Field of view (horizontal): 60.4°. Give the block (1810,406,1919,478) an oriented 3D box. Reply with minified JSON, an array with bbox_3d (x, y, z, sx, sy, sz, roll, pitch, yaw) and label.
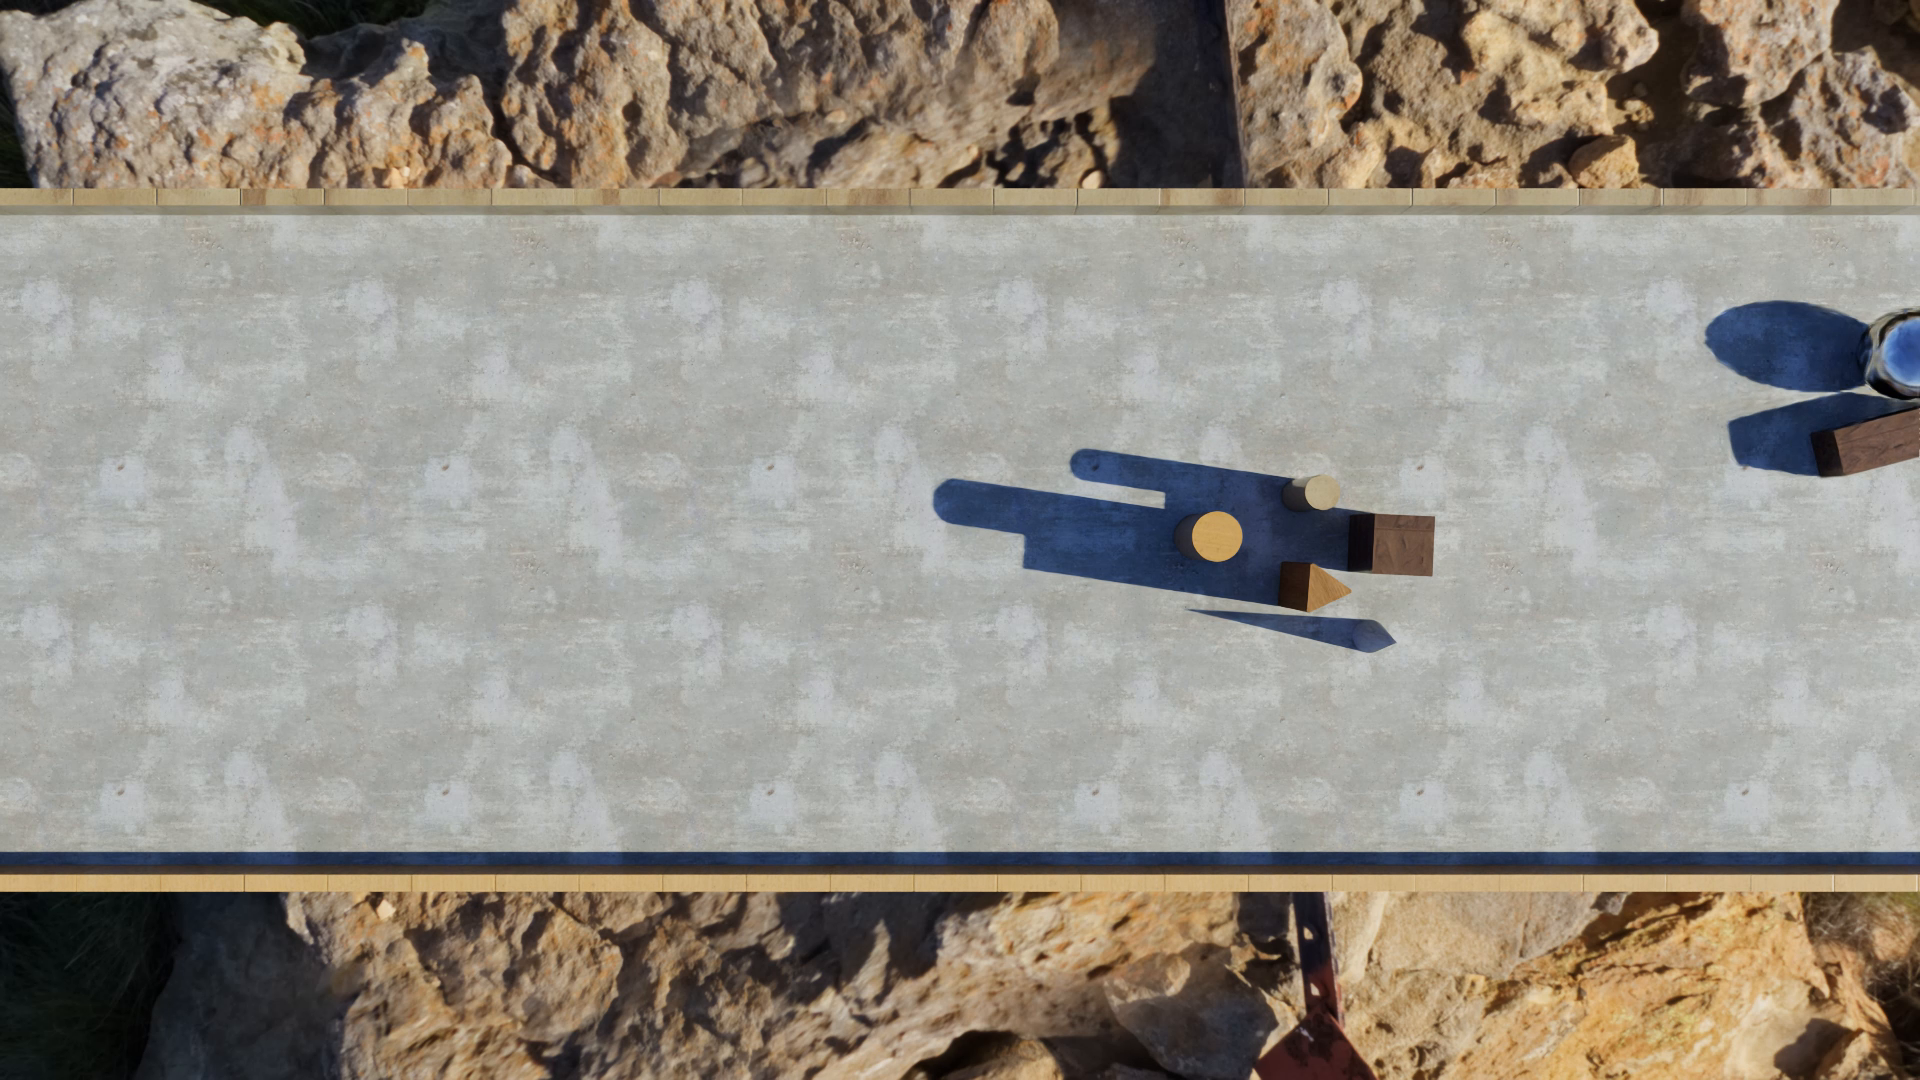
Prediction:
[{"bbox_3d":[2.811,-0.305,5.006,0.369,0.141,0.141,-14,90,0],"label":"block"}]

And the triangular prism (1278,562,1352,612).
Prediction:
[{"bbox_3d":[1.018,0.120,4.864,0.137,0.426,0.119,-25,90,0],"label":"triangular prism"}]

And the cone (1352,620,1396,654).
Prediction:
[{"bbox_3d":[1.261,0.296,4.918,0.103,0.316,0.103,0,90,0],"label":"cone"}]

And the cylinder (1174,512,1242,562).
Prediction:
[{"bbox_3d":[0.729,-0.010,4.876,0.142,0.402,0.142,0,90,0],"label":"cylinder"}]

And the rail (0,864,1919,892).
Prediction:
[{"bbox_3d":[-2.247,1.025,5.001,12.000,0.150,0.050,0,90,0],"label":"rail"}]

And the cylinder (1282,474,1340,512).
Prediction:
[{"bbox_3d":[1.039,-0.137,4.900,0.101,0.352,0.101,0,90,0],"label":"cylinder"}]

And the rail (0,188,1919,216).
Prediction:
[{"bbox_3d":[-2.247,-1.025,5.002,12.000,0.150,0.050,0,90,0],"label":"rail"}]

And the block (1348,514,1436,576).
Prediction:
[{"bbox_3d":[1.283,0.015,4.922,0.175,0.308,0.175,3,90,0],"label":"block"}]

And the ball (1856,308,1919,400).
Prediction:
[{"bbox_3d":[2.838,-0.557,4.937,0.273,0.273,0.273,0,90,0],"label":"ball"}]
